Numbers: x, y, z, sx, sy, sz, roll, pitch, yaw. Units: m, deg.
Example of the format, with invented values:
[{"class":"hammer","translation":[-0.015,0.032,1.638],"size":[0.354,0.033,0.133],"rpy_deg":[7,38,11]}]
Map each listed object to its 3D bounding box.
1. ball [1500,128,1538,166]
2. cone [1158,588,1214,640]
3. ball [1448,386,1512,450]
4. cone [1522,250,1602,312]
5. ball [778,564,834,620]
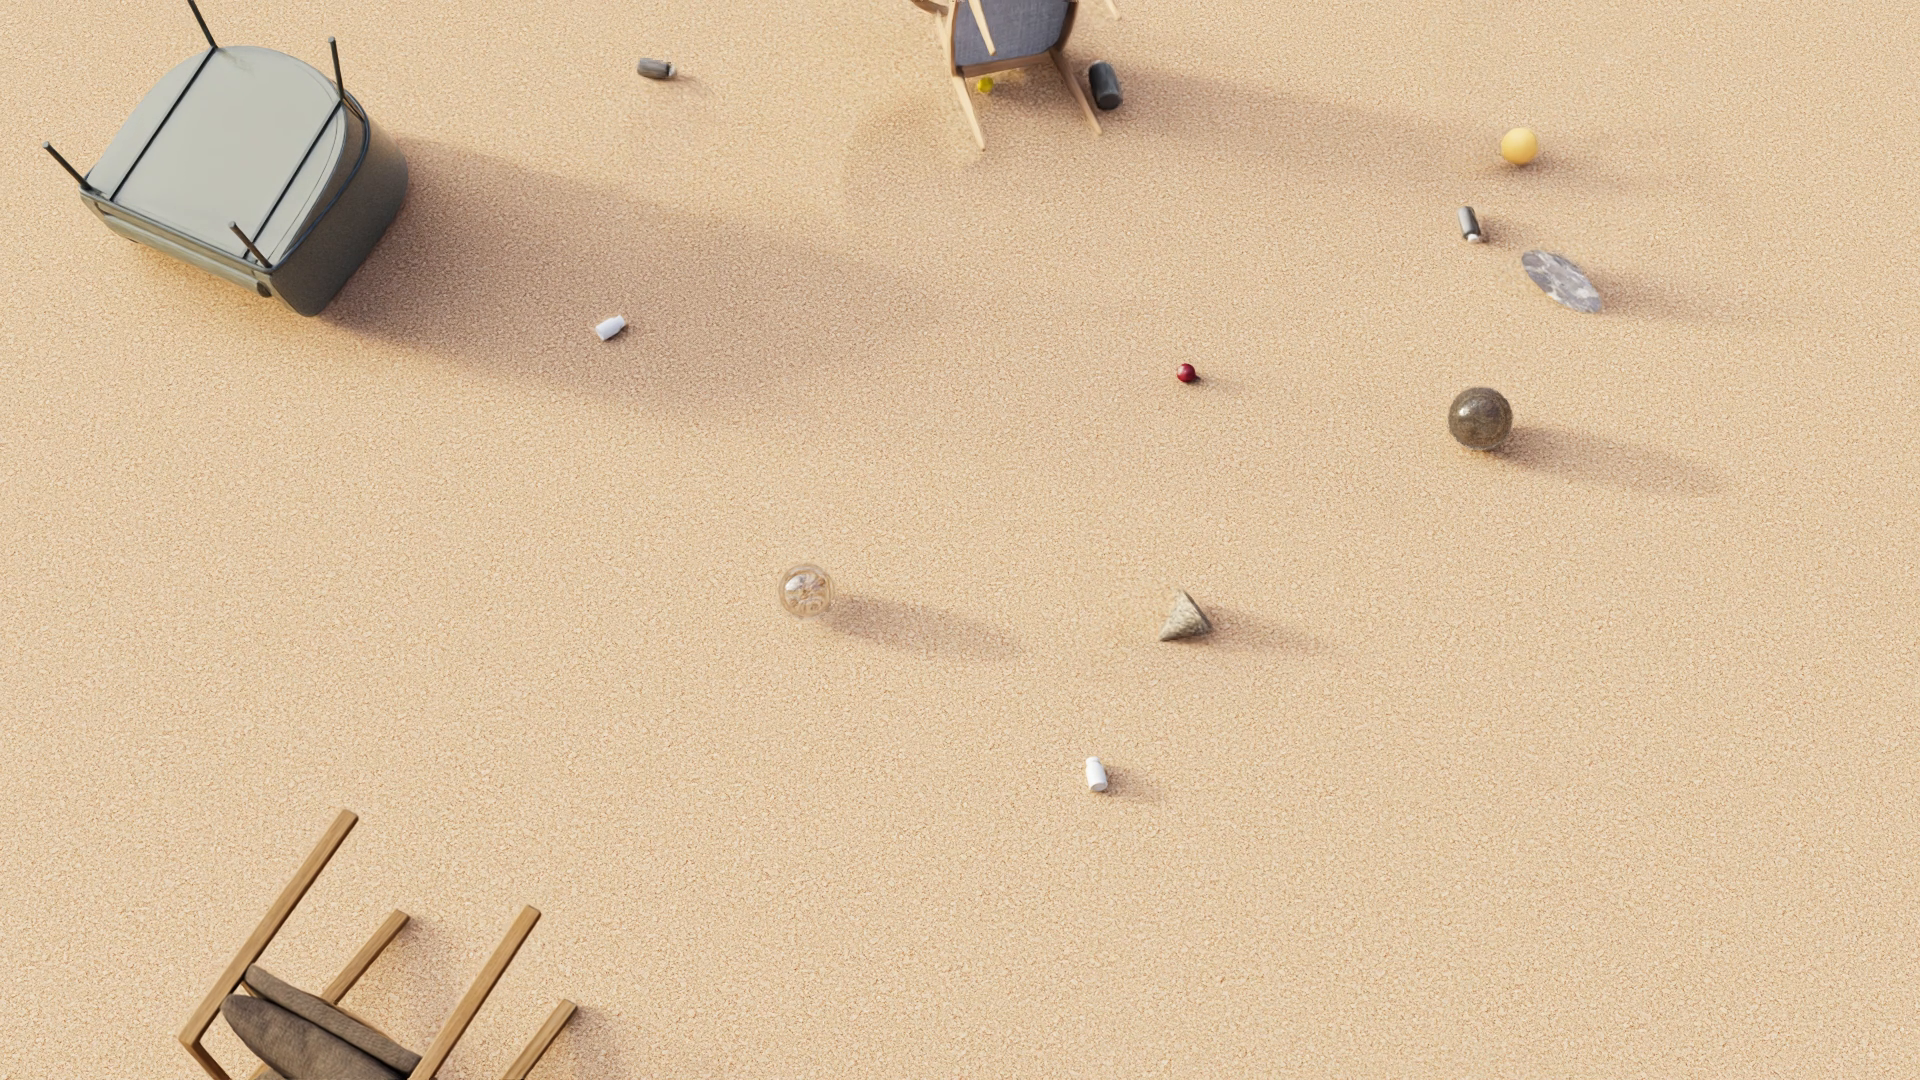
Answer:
[{"class":"ball","translation":[1.880,-1.321,7.386],"size":[0.122,0.122,0.122],"rpy_deg":[0,56,0]},{"class":"cone","translation":[0.629,0.246,6.367],"size":[0.151,0.159,0.147],"rpy_deg":[-38,103,8]},{"class":"ball","translation":[1.587,-0.372,6.707],"size":[0.193,0.193,0.193],"rpy_deg":[0,56,0]},{"class":"cone","translation":[1.951,-0.878,7.114],"size":[0.307,0.124,0.203],"rpy_deg":[36,35,-5]},{"class":"ball","translation":[-0.445,0.149,6.376],"size":[0.163,0.163,0.163],"rpy_deg":[0,56,0]}]
